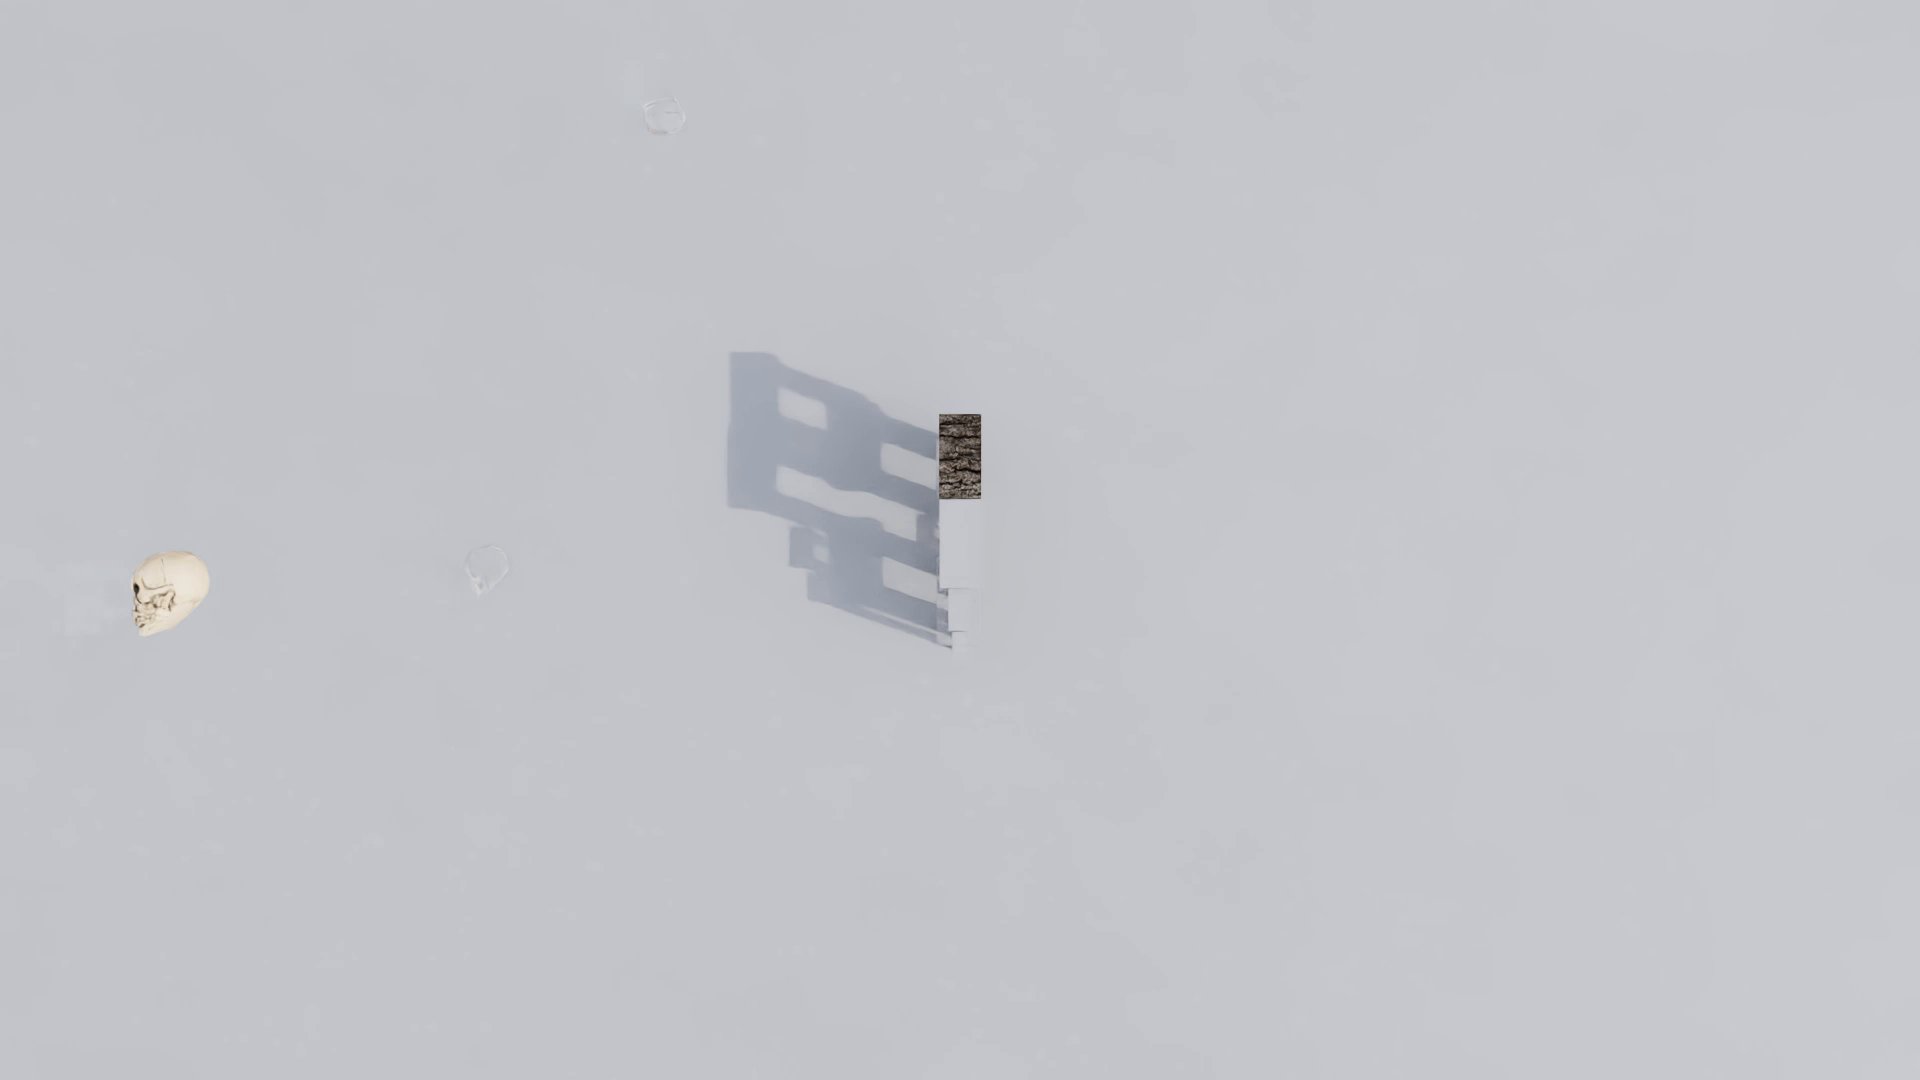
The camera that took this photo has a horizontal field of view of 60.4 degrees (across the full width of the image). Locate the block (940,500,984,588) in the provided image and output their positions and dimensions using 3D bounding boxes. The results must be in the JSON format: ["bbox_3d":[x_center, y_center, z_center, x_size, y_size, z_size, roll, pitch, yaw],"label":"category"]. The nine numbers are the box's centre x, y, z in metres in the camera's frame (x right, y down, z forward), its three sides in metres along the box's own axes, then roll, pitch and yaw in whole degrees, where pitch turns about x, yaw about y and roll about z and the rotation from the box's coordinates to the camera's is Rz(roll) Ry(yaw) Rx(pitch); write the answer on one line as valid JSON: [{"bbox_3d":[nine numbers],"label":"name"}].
[{"bbox_3d":[0.005,0.012,4.897,0.131,0.037,0.261,0,90,0],"label":"block"}]

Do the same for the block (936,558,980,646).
[{"bbox_3d":[-0.005,0.193,5.203,0.139,0.039,0.277,0,90,0],"label":"block"}]

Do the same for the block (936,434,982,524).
[{"bbox_3d":[-0.004,-0.190,5.196,0.142,0.040,0.284,0,90,0],"label":"block"}]

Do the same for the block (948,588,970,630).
[{"bbox_3d":[-0.003,0.212,5.045,0.065,0.018,0.130,0,90,0],"label":"block"}]

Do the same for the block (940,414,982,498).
[{"bbox_3d":[0.001,-0.249,4.908,0.125,0.035,0.250,0,90,0],"label":"block"}]

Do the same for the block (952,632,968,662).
[{"bbox_3d":[-0.001,0.328,5.085,0.046,0.013,0.092,0,90,0],"label":"block"}]
